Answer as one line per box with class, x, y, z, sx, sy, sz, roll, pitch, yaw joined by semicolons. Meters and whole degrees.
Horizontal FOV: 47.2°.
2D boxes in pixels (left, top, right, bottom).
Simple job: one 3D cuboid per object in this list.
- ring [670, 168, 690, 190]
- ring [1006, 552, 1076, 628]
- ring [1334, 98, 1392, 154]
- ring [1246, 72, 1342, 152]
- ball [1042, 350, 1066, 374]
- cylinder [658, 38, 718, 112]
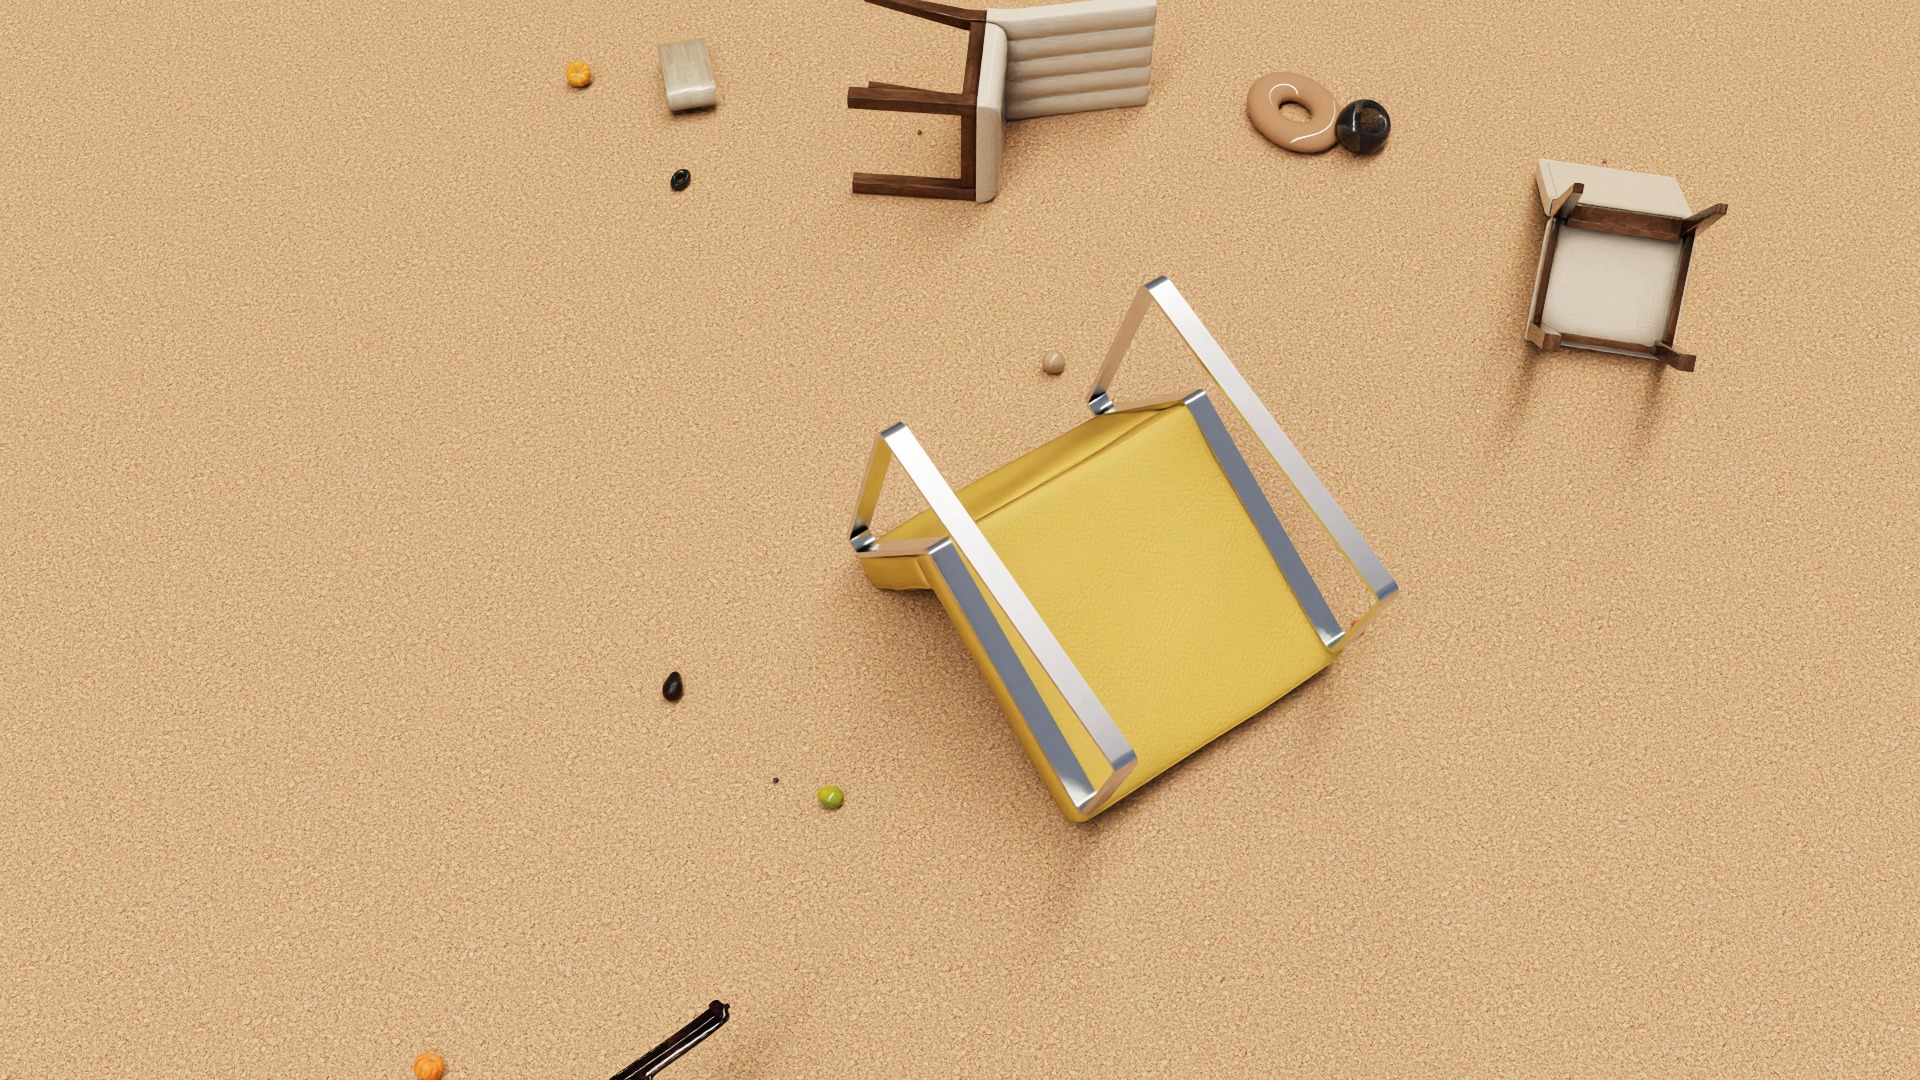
ring;-0.936;-1.207;7.366;0.061;0.031;0.093;21;58;12
ring;0.234;0.145;6.402;0.186;0.127;0.244;28;59;20
ring;1.360;-1.395;7.421;0.212;0.105;0.183;-39;92;-33
ring;1.145;-1.463;7.512;0.305;0.074;0.386;-25;59;-17
ball;0.294;-0.560;6.905;0.074;0.074;0.074;0;56;0
cylinder;-0.942;-1.605;7.582;0.163;0.114;0.308;-10;57;-7
